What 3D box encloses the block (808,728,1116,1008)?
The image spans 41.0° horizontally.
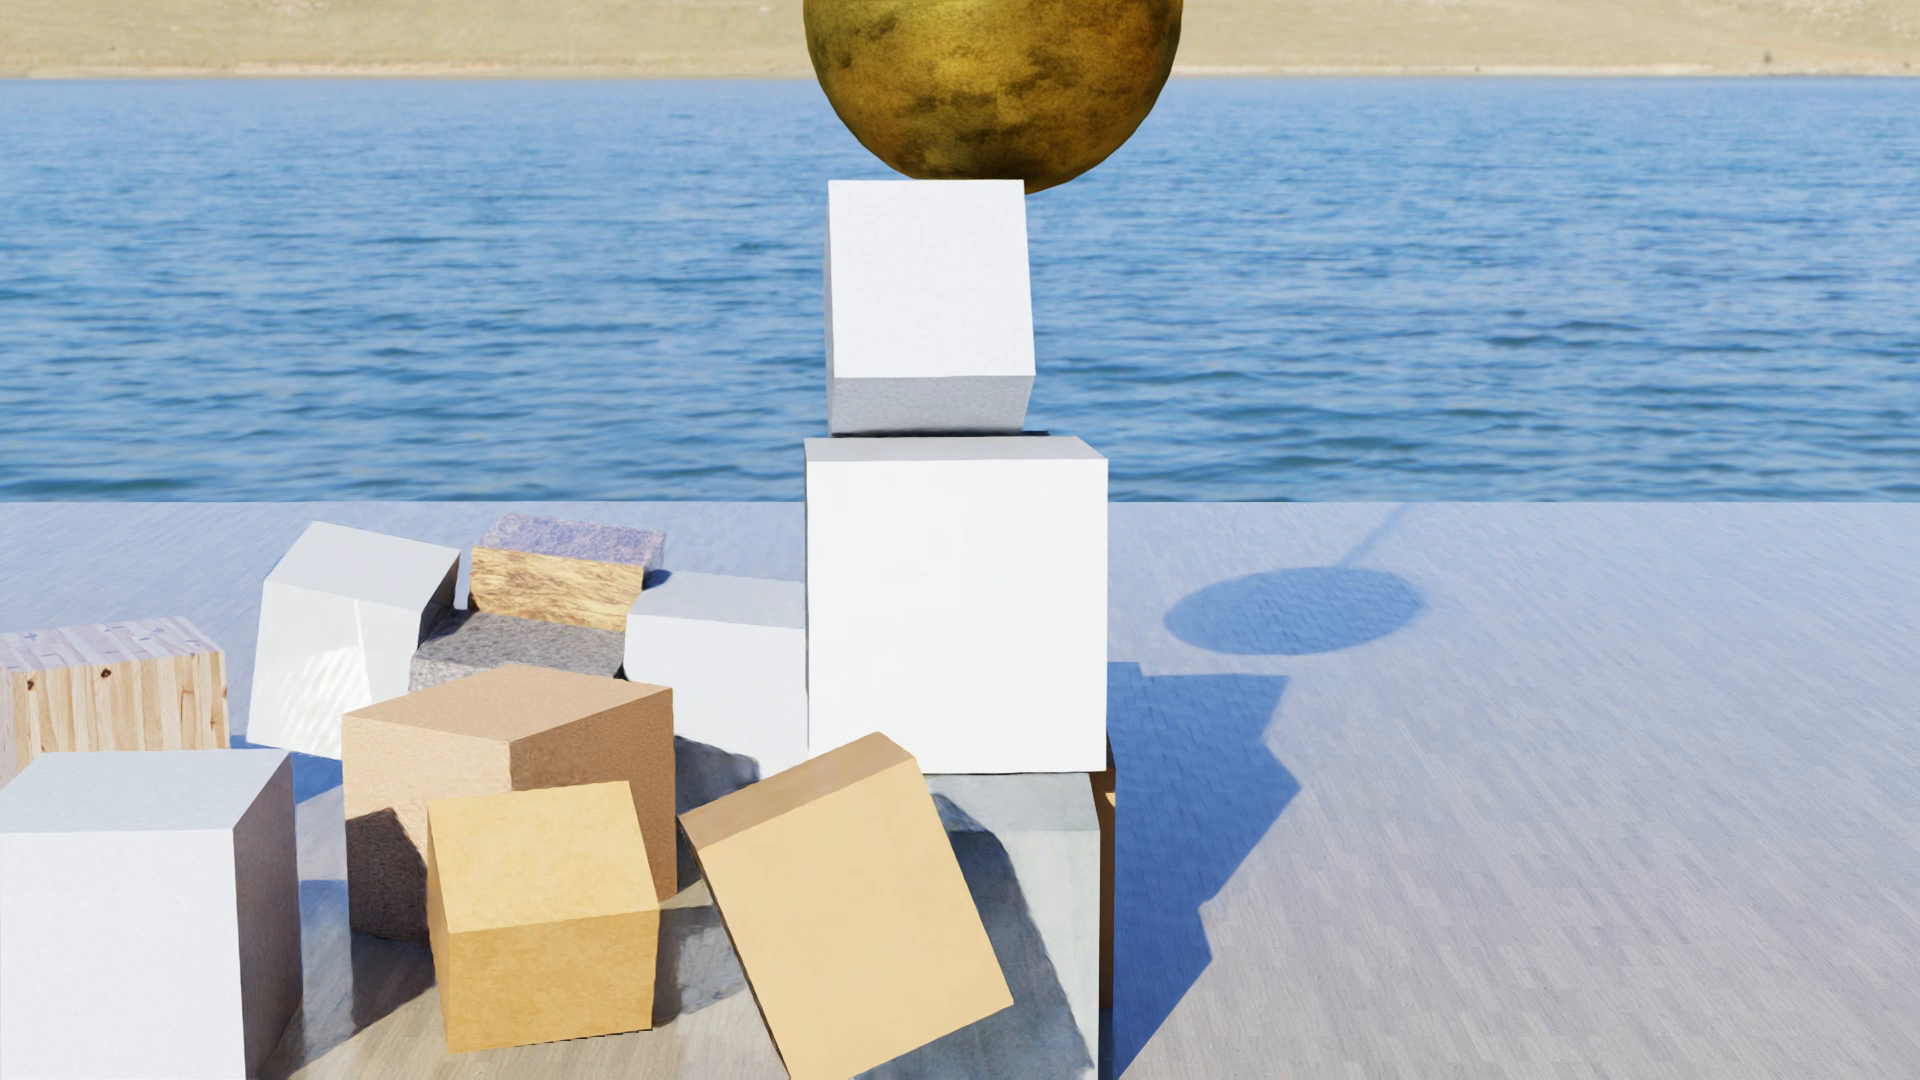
[{"bbox_3d":[0.005,1.213,10.250,1.157,0.945,1.156,0,10,0],"label":"block"}]

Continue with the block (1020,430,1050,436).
[{"bbox_3d":[-0.075,0.092,10.825,0.950,0.973,0.999,0,10,-2],"label":"block"}]

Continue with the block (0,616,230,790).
[{"bbox_3d":[-4.024,0.913,12.106,0.936,0.873,0.896,-6,12,-28],"label":"block"}]

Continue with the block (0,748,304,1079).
[{"bbox_3d":[-2.962,1.373,9.271,0.926,0.981,1.064,-1,10,-4],"label":"block"}]

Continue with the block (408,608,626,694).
[{"bbox_3d":[-2.054,0.868,11.949,0.891,0.791,0.857,8,14,-1],"label":"block"}]

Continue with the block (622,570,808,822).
[{"bbox_3d":[-1.006,0.767,12.374,1.117,0.968,1.071,5,10,0],"label":"block"}]

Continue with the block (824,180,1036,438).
[{"bbox_3d":[-0.142,-0.864,10.199,0.758,0.837,0.801,-1,-21,-5],"label":"block"}]

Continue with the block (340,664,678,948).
[{"bbox_3d":[-1.879,1.124,10.801,0.891,0.923,1.068,6,12,30],"label":"block"}]

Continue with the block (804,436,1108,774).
[{"bbox_3d":[-0.041,0.221,9.735,1.079,1.143,0.960,-1,7,-4],"label":"block"}]

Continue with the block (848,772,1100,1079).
[{"bbox_3d":[0.008,1.384,9.209,0.928,0.983,0.928,0,10,0],"label":"block"}]

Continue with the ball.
[{"bbox_3d":[0.138,-2.243,10.773,1.600,1.600,1.600,0,10,0],"label":"ball"}]

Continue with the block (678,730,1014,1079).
[{"bbox_3d":[-0.378,1.167,8.158,0.717,0.832,0.711,-23,6,-9],"label":"block"}]

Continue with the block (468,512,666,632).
[{"bbox_3d":[-1.970,0.466,12.760,0.821,0.969,0.863,7,11,-1],"label":"block"}]

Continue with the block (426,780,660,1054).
[{"bbox_3d":[-1.548,1.382,9.444,0.741,0.647,0.655,-4,40,-17],"label":"block"}]

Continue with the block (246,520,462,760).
[{"bbox_3d":[-2.848,0.490,12.097,0.718,0.816,0.802,11,20,-2],"label":"block"}]
